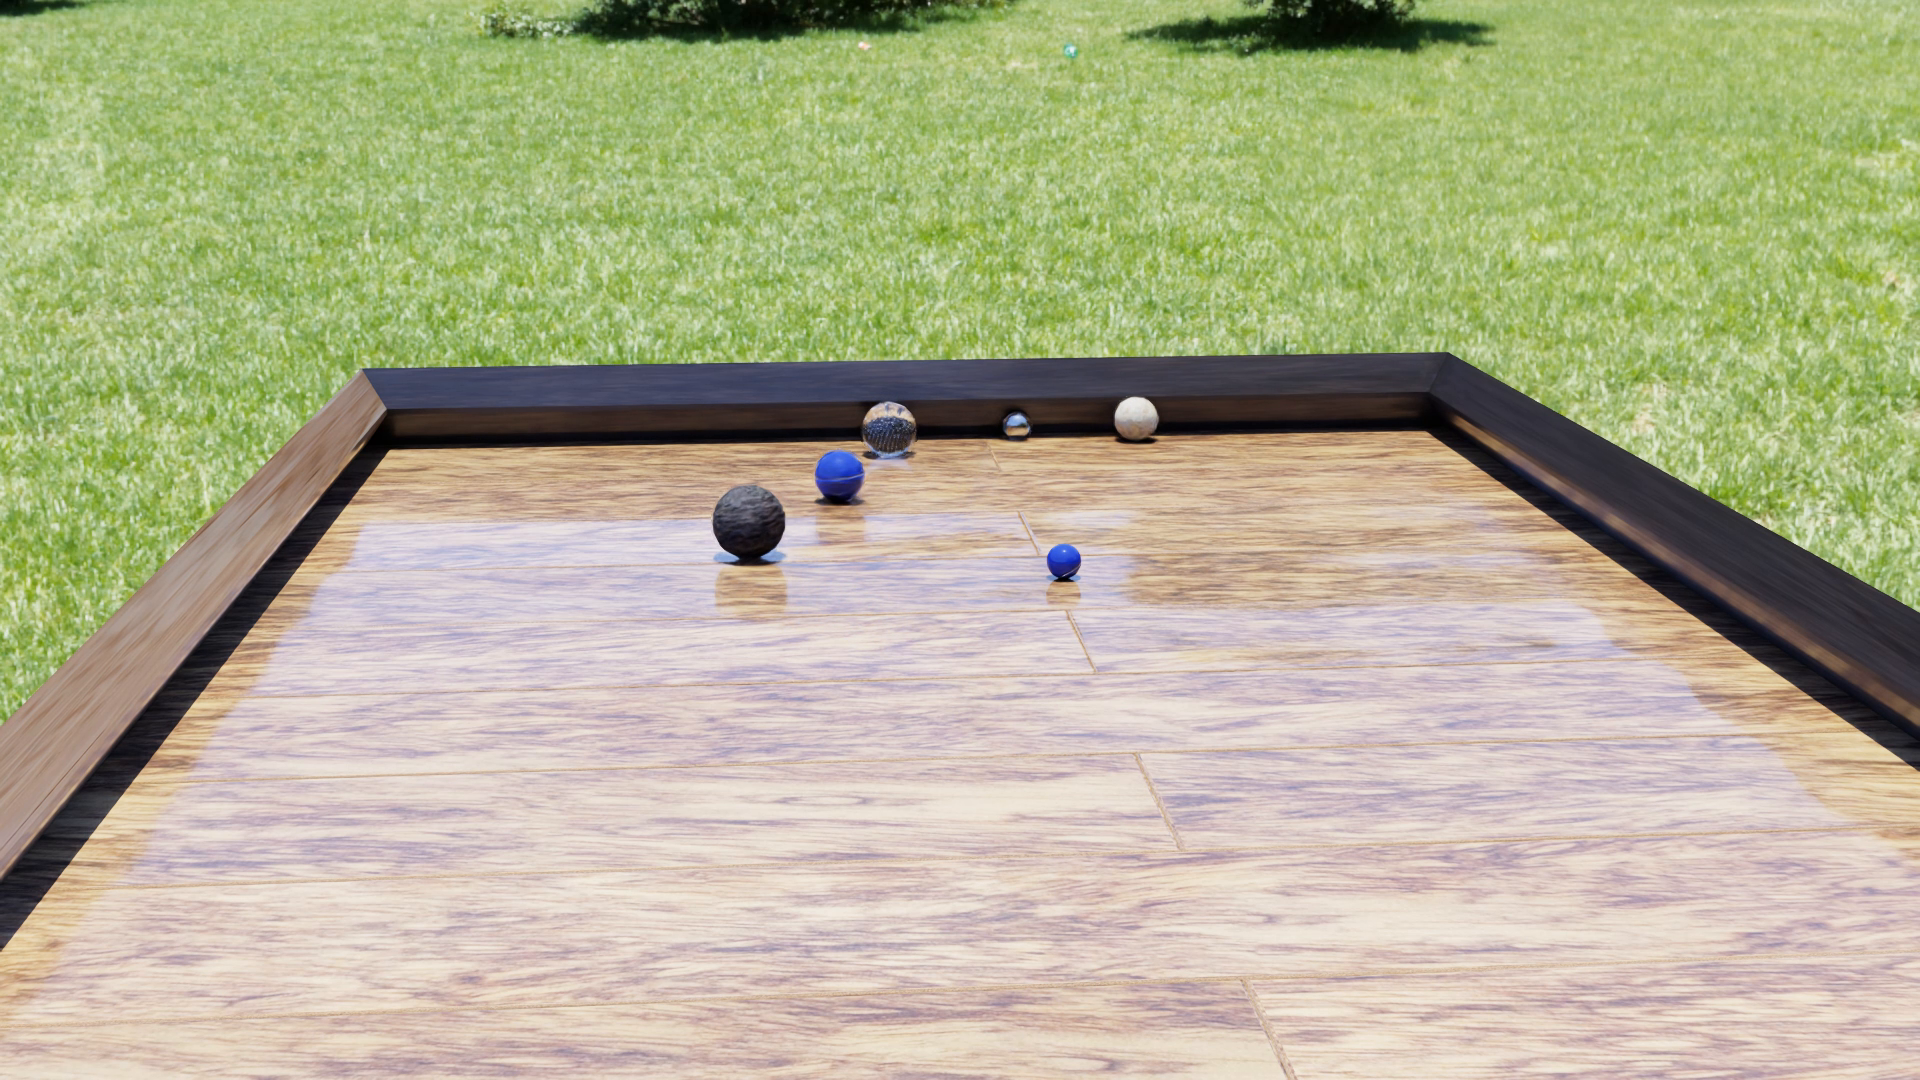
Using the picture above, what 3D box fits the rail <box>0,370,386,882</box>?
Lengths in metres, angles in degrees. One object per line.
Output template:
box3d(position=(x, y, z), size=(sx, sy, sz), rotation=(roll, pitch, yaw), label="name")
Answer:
box3d(position=(-0.792, 0.195, 1.949), size=(0.045, 0.124, 3.287), rotation=(-1, 15, -5), label="rail")

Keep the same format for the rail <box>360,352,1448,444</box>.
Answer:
box3d(position=(-0.070, -0.228, 3.585), size=(1.782, 0.124, 0.045), rotation=(-1, 15, -5), label="rail")

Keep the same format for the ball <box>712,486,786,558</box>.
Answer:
box3d(position=(-0.274, -0.023, 2.854), size=(0.095, 0.095, 0.095), rotation=(0, 14, 0), label="ball")

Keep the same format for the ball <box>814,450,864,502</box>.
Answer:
box3d(position=(-0.174, -0.092, 3.163), size=(0.074, 0.074, 0.074), rotation=(0, 14, 0), label="ball")

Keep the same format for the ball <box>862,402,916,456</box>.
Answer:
box3d(position=(-0.111, -0.175, 3.458), size=(0.086, 0.086, 0.086), rotation=(0, 14, 0), label="ball")

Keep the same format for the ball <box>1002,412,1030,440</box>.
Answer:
box3d(position=(0.092, -0.186, 3.586), size=(0.045, 0.045, 0.045), rotation=(0, 14, 0), label="ball")

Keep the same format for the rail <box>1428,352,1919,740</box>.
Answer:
box3d(position=(0.936, 0.157, 2.096), size=(0.045, 0.124, 3.287), rotation=(-1, 15, -5), label="rail")

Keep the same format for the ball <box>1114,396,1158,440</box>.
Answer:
box3d(position=(0.286, -0.197, 3.574), size=(0.071, 0.071, 0.071), rotation=(0, 14, 0), label="ball")

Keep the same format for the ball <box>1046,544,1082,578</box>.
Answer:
box3d(position=(0.131, 0.027, 2.763), size=(0.044, 0.044, 0.044), rotation=(0, 14, 0), label="ball")
